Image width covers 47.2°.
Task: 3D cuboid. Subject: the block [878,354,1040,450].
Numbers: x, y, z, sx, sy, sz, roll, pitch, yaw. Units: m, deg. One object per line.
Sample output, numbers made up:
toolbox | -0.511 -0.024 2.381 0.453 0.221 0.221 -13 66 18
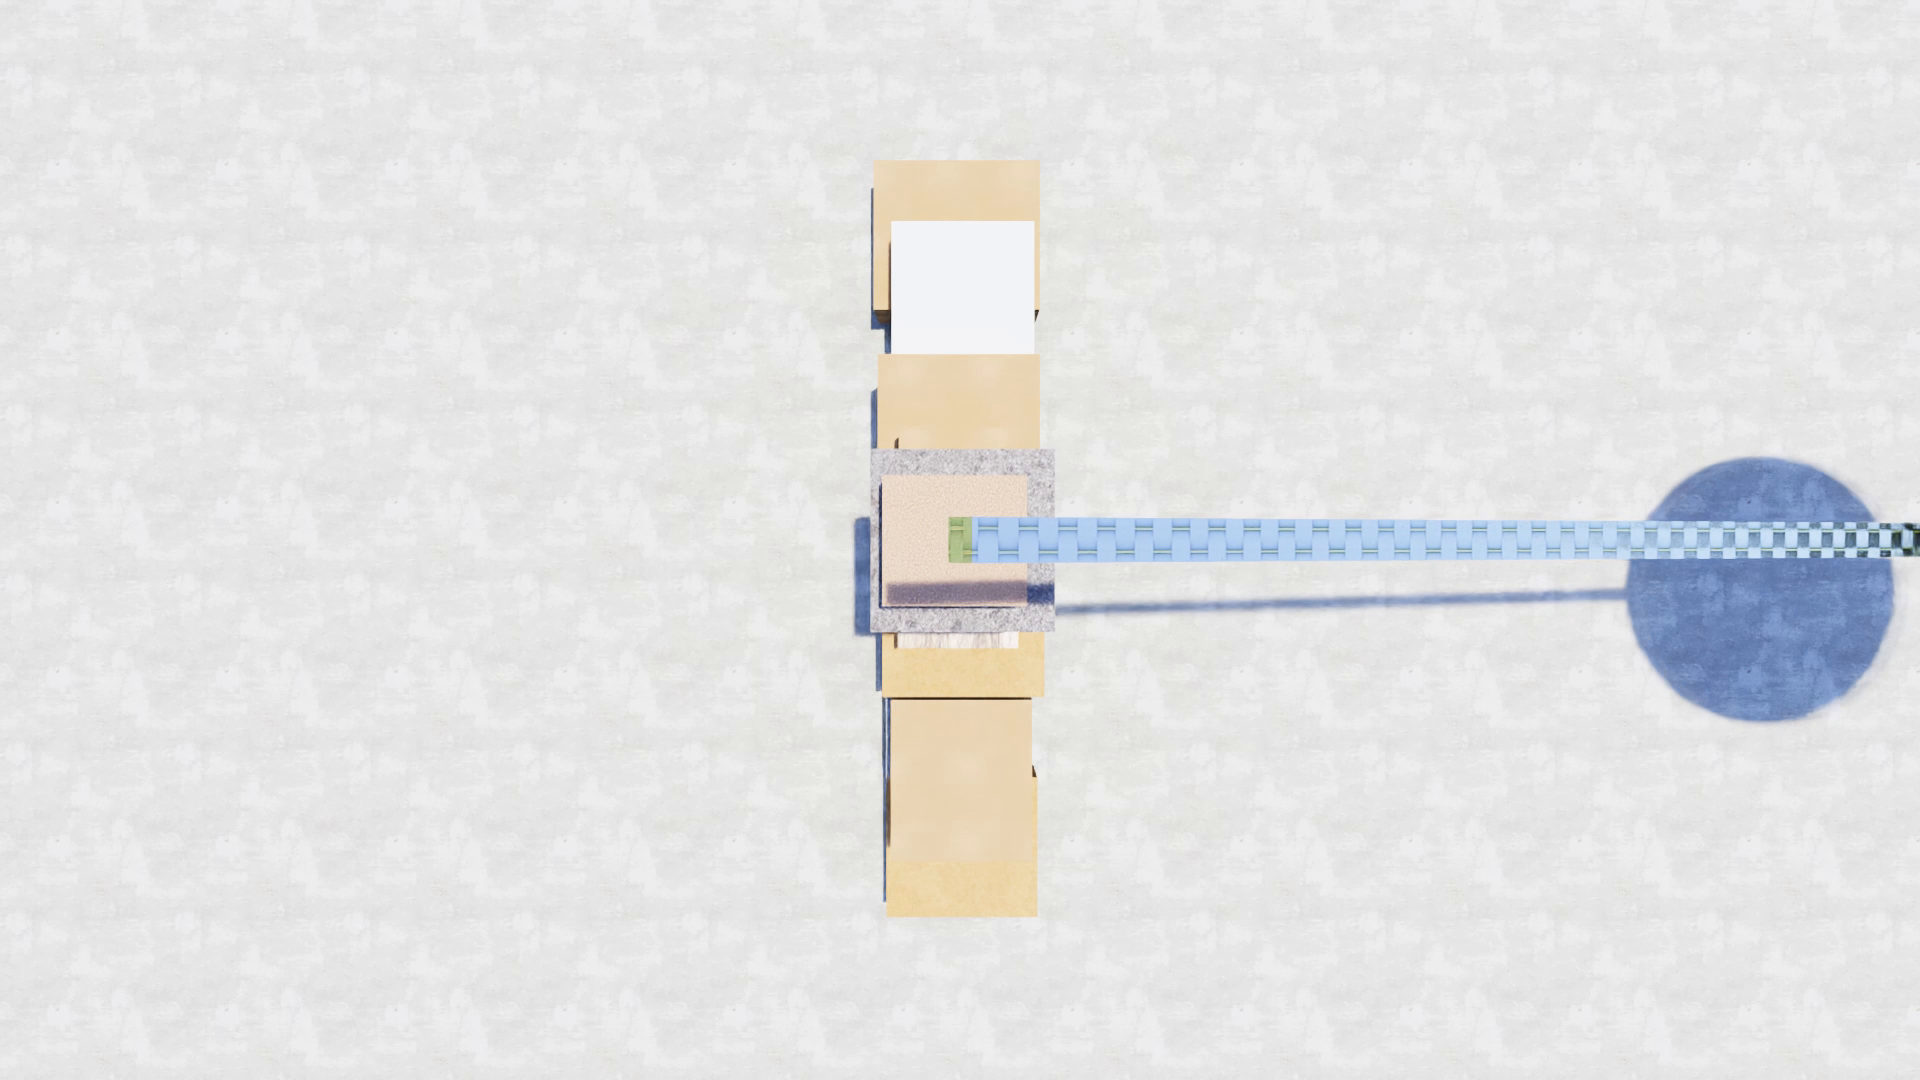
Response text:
block | -0.006 -0.483 11.776 0.833 0.982 0.945 0 90 0

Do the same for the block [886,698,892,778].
block | -0.015 0.865 12.580 0.788 0.839 0.906 0 90 0

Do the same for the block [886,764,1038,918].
block | 0.011 1.719 12.651 0.845 0.698 0.783 0 90 0

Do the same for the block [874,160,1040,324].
block | -0.018 -1.695 12.610 0.923 0.780 0.829 0 90 0

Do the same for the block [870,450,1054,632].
block | 0.011 0.002 8.555 0.687 0.716 0.683 0 90 0

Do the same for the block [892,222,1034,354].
block | 0.016 -1.321 11.895 0.750 0.650 0.712 0 90 0

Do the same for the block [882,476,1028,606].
block | -0.018 0.003 7.941 0.507 0.512 0.458 0 90 0

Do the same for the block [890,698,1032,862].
block | 0.008 1.255 11.812 0.736 0.697 0.844 0 90 0

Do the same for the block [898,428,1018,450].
block | -0.009 -0.276 10.946 0.571 0.678 0.534 0 90 0

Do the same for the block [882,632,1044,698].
block | 0.018 0.409 11.805 0.844 0.712 0.823 0 90 0

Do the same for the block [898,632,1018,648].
block | -0.010 0.264 11.138 0.593 0.624 0.542 0 90 0

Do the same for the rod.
rod | 2.212 0.000 5.177 5.200 0.080 0.080 0 90 -32
